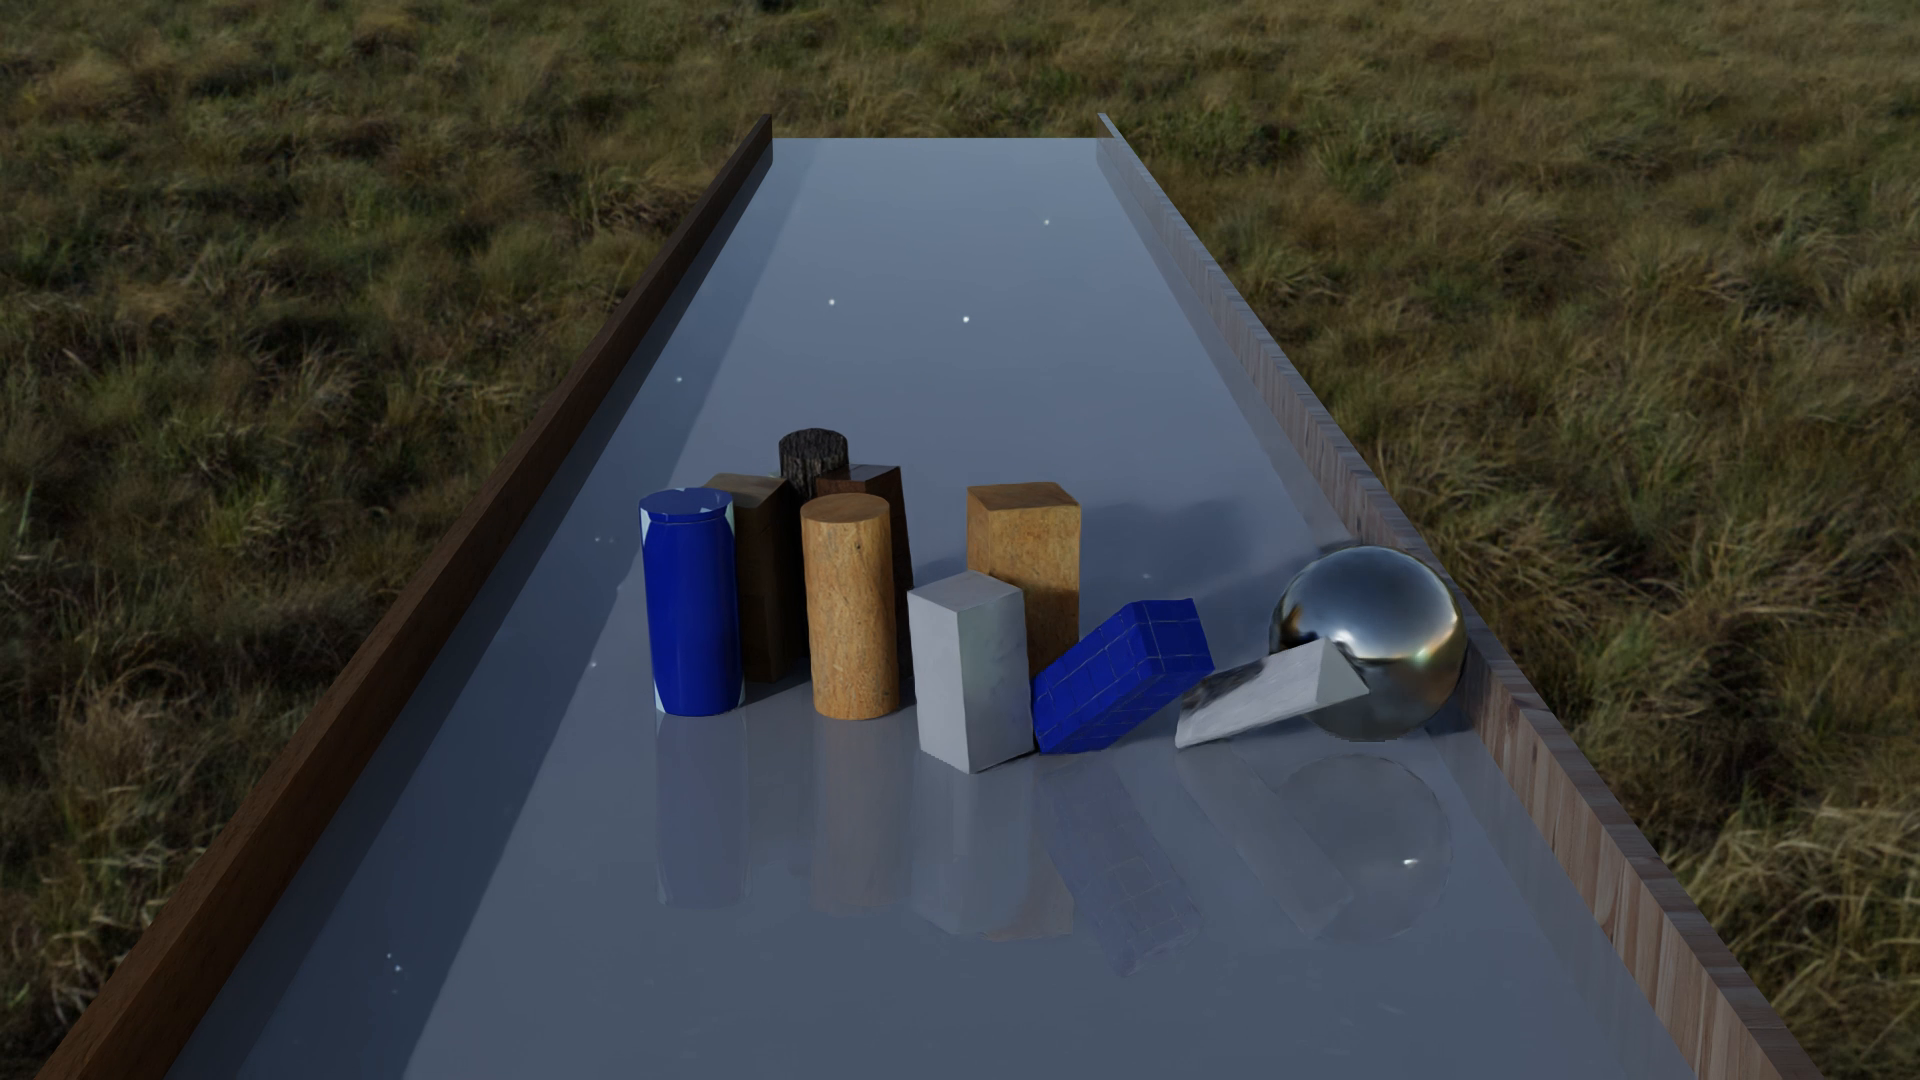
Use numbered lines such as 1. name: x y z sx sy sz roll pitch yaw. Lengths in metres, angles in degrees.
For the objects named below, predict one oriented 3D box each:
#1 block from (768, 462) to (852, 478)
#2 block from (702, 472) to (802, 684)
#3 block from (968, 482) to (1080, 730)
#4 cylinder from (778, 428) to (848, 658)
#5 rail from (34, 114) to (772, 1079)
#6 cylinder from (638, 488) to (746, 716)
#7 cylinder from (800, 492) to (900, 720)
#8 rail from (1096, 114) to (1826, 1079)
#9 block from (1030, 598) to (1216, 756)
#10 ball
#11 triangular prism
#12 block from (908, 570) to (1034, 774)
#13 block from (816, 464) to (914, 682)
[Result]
1. block: -0.276 0.012 4.598 0.162 0.319 0.162 -14 21 -22
2. block: -0.418 0.074 4.290 0.147 0.374 0.147 6 26 19
3. block: 0.115 0.122 4.070 0.169 0.424 0.169 -4 17 -13
4. cylinder: -0.283 0.010 4.375 0.133 0.449 0.133 0 29 0
5. rail: -1.118 -0.838 7.780 0.050 0.150 12.000 0 17 -1
6. cylinder: -0.502 0.115 4.134 0.174 0.395 0.174 -2 18 1
7. cylinder: -0.203 0.124 4.102 0.164 0.391 0.164 -2 21 1
8. rail: 0.932 -0.844 7.801 0.050 0.150 12.000 0 17 -1
9. block: 0.269 0.240 3.803 0.131 0.131 0.361 -1 -26 -33
10. ball: 0.725 0.183 3.914 0.348 0.348 0.348 0 17 0
11. triangular prism: 0.526 0.263 3.837 0.123 0.106 0.383 -8 -11 -35
12. block: 0.020 0.232 3.887 0.145 0.307 0.145 -18 24 -33
13. block: -0.173 0.068 4.251 0.116 0.411 0.116 4 18 34
